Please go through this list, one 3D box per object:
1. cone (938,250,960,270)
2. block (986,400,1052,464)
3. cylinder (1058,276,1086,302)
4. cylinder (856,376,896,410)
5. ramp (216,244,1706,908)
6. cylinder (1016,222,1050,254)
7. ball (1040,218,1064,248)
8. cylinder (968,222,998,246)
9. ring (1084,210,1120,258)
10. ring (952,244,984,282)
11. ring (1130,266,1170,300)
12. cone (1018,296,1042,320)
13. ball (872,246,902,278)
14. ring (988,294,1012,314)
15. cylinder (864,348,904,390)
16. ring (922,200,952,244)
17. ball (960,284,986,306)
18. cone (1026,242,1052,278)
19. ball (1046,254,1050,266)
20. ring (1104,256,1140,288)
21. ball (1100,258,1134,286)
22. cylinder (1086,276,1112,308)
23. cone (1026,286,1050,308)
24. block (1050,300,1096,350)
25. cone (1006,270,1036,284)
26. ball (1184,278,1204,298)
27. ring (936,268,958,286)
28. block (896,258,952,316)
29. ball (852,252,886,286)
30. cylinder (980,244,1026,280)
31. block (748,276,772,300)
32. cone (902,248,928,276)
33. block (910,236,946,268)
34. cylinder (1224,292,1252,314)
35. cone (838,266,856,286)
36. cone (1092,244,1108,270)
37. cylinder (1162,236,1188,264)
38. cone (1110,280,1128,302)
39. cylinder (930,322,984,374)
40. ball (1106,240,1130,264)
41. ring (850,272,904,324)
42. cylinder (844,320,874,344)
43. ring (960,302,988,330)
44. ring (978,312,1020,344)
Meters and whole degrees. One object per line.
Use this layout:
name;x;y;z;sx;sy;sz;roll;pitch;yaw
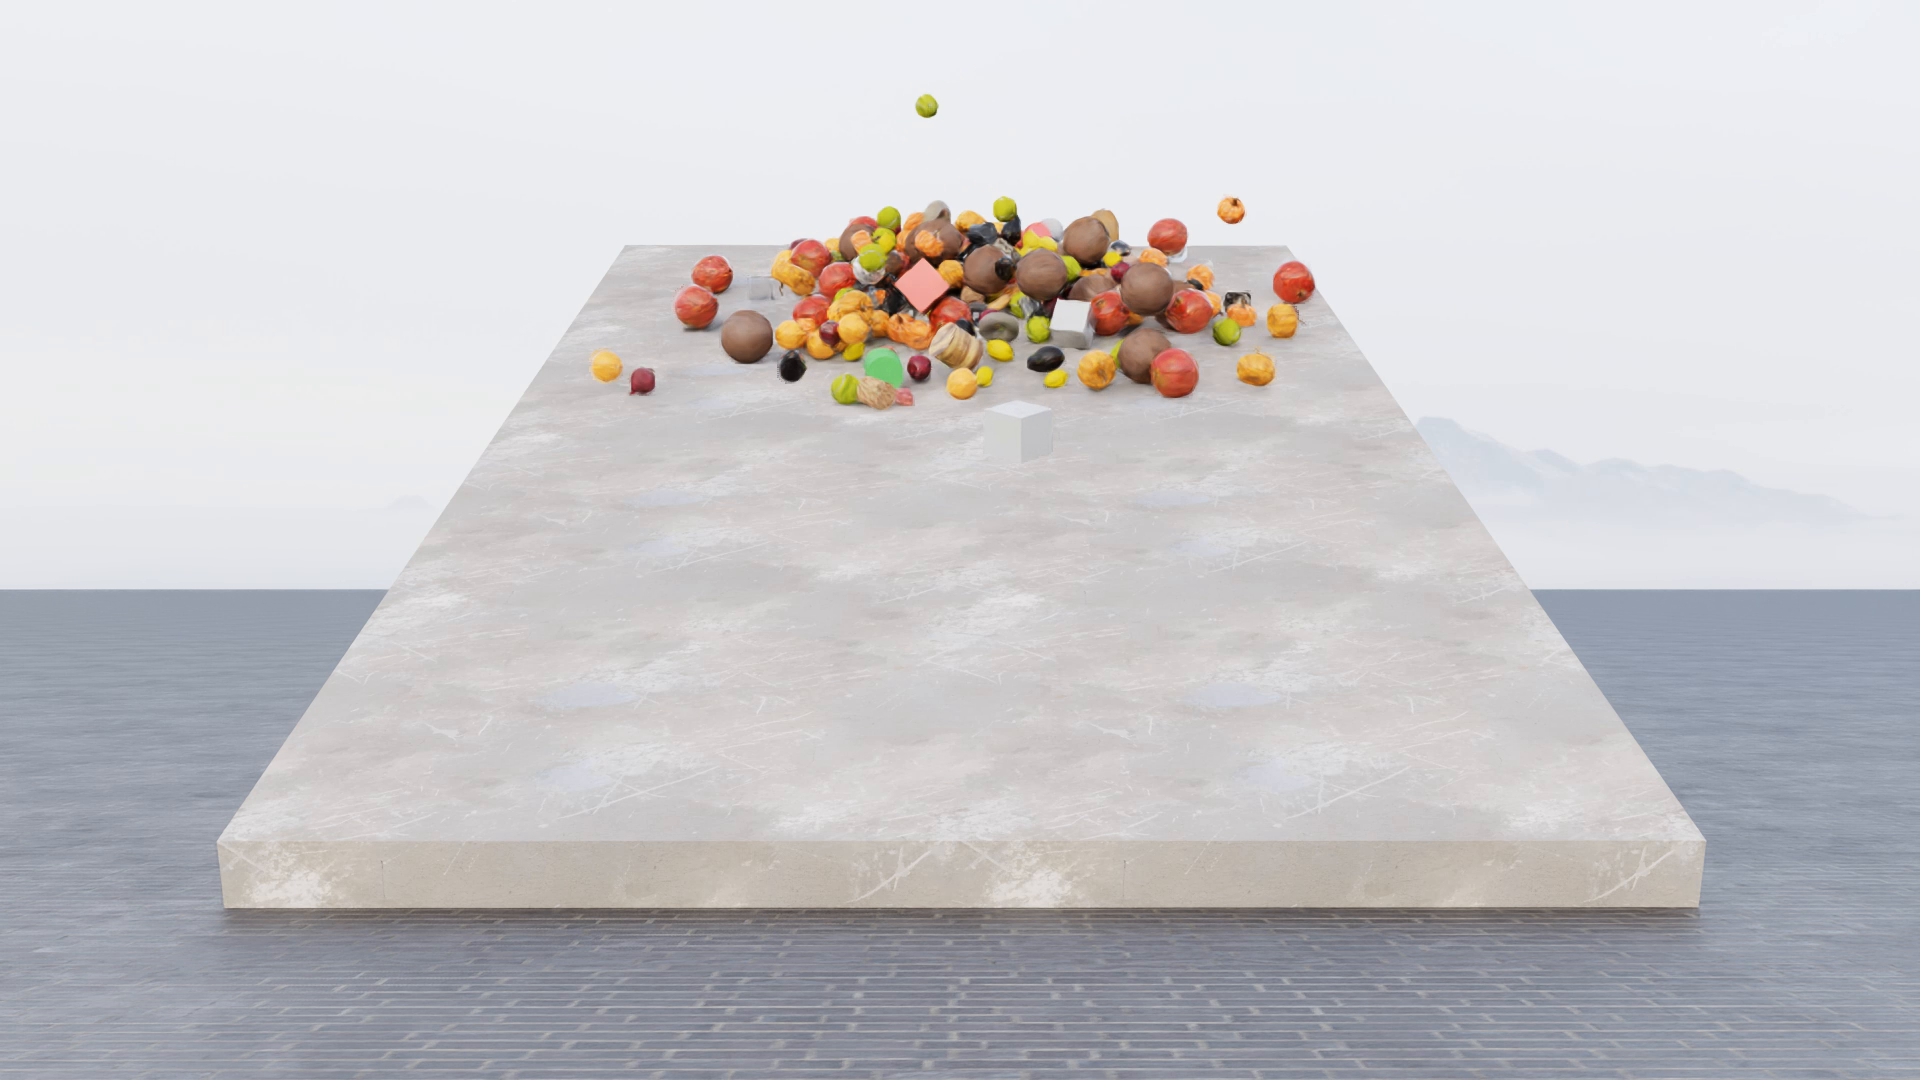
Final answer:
cone;-0.035;-0.750;6.329;0.090;0.090;0.090;13;-42;12
block;0.123;-0.226;4.710;0.099;0.099;0.099;16;25;39
cylinder;0.297;-0.654;5.977;0.076;0.076;0.076;1;28;0
cylinder;-0.190;-0.330;5.063;0.063;0.063;0.063;1;16;-46
ramp;-0.004;-0.196;4.929;2.000;0.100;4.000;0;19;0
cylinder;0.208;-0.854;6.375;0.072;0.072;0.072;1;-23;-32
ball;0.260;-0.892;6.530;0.085;0.085;0.085;0;-1;0
cylinder;0.057;-0.770;5.663;0.053;0.053;0.053;1;1;-39
ring;0.398;-0.858;6.332;0.049;0.146;0.146;1;-1;-29
ring;0.026;-0.769;6.201;0.042;0.126;0.126;35;-13;-18
ring;0.481;-0.646;5.675;0.111;0.037;0.111;-28;29;17
cone;0.173;-0.574;5.676;0.061;0.061;0.061;6;-33;4
ball;-0.200;-0.725;5.934;0.095;0.095;0.095;0;-1;0
ring;0.100;-0.617;5.909;0.081;0.027;0.081;-37;8;6
cylinder;-0.177;-0.394;5.218;0.086;0.086;0.086;0;19;-7
ring;-0.066;-0.906;6.399;0.041;0.123;0.123;13;5;28
ball;0.033;-0.646;5.986;0.067;0.067;0.067;0;-1;0
cone;0.229;-0.804;6.349;0.093;0.093;0.093;1;-46;-54
ball;0.220;-0.818;6.462;0.081;0.081;0.081;0;-1;0
ring;0.437;-0.724;6.103;0.122;0.041;0.122;-36;-15;-11
ball;0.438;-0.744;6.231;0.095;0.095;0.095;0;-1;0
cylinder;0.370;-0.665;6.037;0.069;0.069;0.069;0;19;6
cone;0.217;-0.638;6.018;0.067;0.067;0.067;20;-12;-34
block;0.280;-0.532;5.566;0.086;0.086;0.086;7;-25;18
cone;0.181;-0.732;6.288;0.076;0.076;0.076;25;-6;-11
ball;0.614;-0.660;5.916;0.052;0.052;0.052;0;-1;0
ring;-0.051;-0.728;6.261;0.097;0.032;0.097;-9;25;4
block;-0.091;-0.632;5.624;0.098;0.098;0.098;-42;-2;3
ball;-0.229;-0.683;5.665;0.082;0.082;0.082;0;-1;0
cylinder;0.117;-0.761;6.152;0.094;0.094;0.094;-1;2;33
block;-0.538;-0.679;6.074;0.061;0.061;0.061;0;10;-2
cone;-0.103;-0.761;6.282;0.093;0.093;0.093;1;19;-38
block;-0.093;-0.829;6.496;0.076;0.076;0.076;-12;26;-30
cylinder;0.733;-0.626;5.943;0.055;0.055;0.055;-5;0;-17
cone;-0.297;-0.718;6.253;0.061;0.061;0.061;32;4;8
cone;0.394;-0.776;6.268;0.067;0.067;0.067;12;-31;8
cylinder;0.630;-0.846;6.575;0.060;0.060;0.060;0;31;-16
cone;0.435;-0.683;6.078;0.058;0.058;0.058;13;36;-9
cylinder;-0.007;-0.453;5.326;0.092;0.092;0.092;31;-17;-28
ball;0.433;-0.784;6.134;0.065;0.065;0.065;0;-1;0
ring;-0.213;-0.626;5.808;0.146;0.146;0.049;0;29;-13
cylinder;-0.253;-0.523;5.643;0.051;0.051;0.051;17;8;32
ring;0.037;-0.573;5.757;0.077;0.077;0.026;0;33;-18
ring;0.094;-0.514;5.457;0.101;0.034;0.101;5;-34;3
